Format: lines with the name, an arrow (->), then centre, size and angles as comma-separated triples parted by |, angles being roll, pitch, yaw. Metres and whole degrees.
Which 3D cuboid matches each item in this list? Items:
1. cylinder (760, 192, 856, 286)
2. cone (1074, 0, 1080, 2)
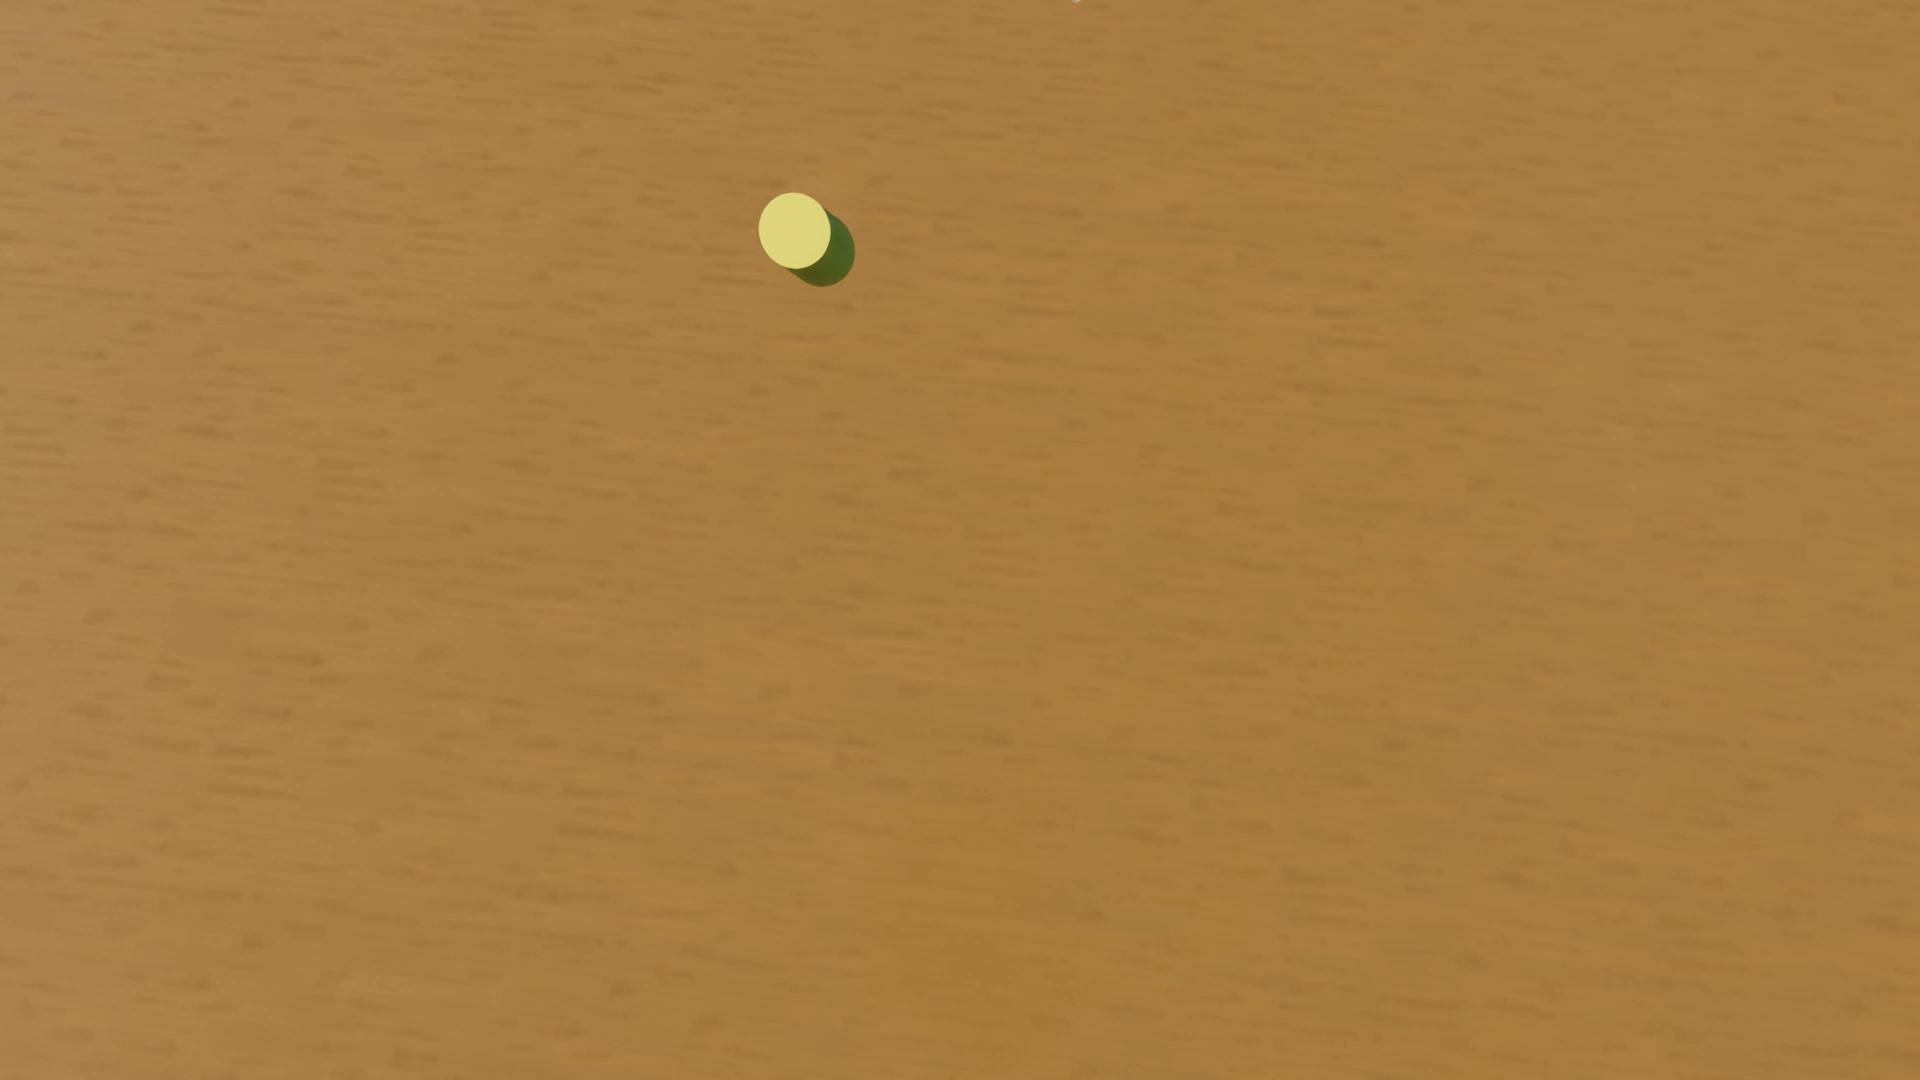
cylinder -> -0.276, -0.543, 3.988 | 0.129, 0.136, 0.147 | -40, 74, 8
cone -> 0.184, -0.807, 3.100 | 0.054, 0.111, 0.078 | -16, 81, -7
